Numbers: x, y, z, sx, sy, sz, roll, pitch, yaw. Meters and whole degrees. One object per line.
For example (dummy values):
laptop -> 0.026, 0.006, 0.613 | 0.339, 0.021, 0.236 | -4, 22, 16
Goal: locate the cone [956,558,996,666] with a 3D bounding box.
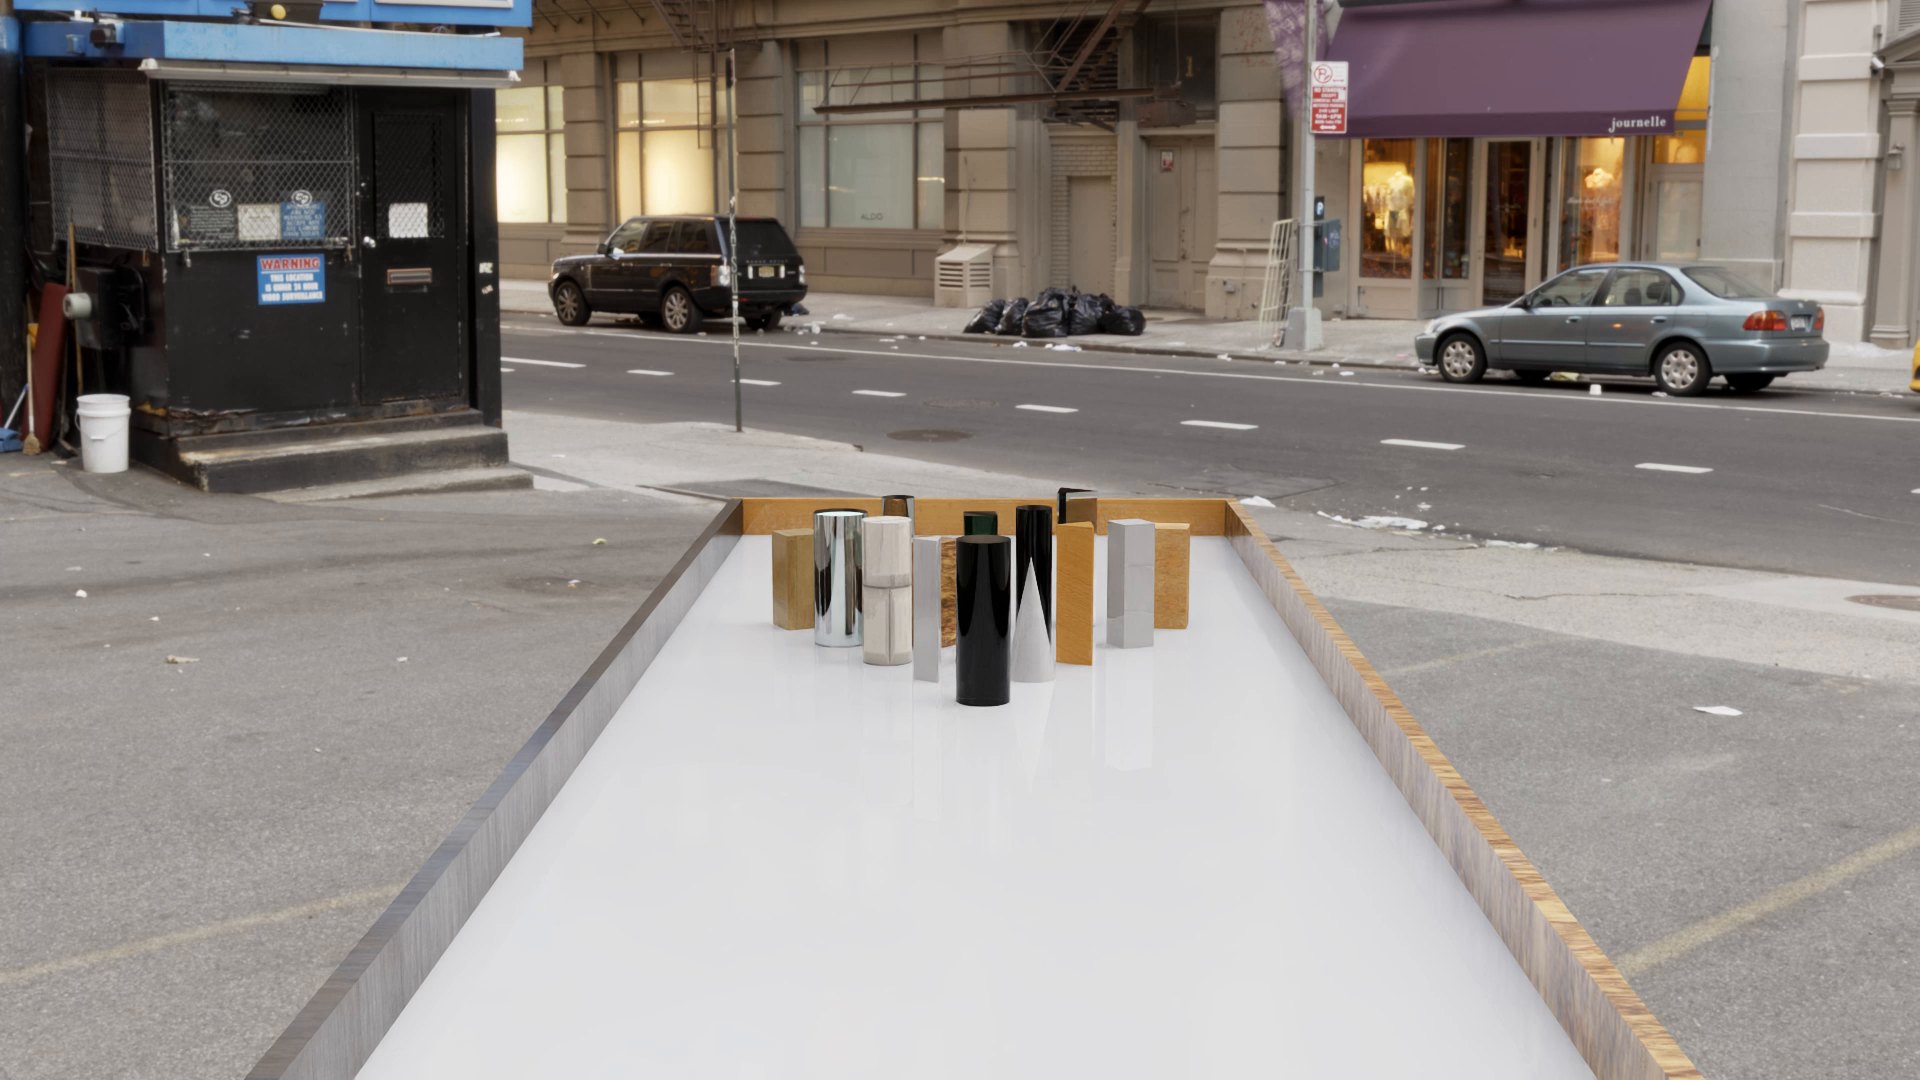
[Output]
cone -> 0.048, 0.203, 6.658 | 0.127, 0.336, 0.127 | 0, 9, 0

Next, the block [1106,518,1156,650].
block -> 0.536, 0.136, 6.901 | 0.108, 0.391, 0.108 | -4, 10, -26

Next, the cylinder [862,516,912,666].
cylinder -> -0.221, 0.153, 6.654 | 0.151, 0.434, 0.151 | 0, 9, 0

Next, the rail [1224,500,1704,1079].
rail -> 1.046, 0.843, 3.208 | 0.050, 0.150, 12.000 | 0, 9, 1

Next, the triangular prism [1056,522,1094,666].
triangular prism -> 0.369, 0.159, 6.661 | 0.121, 0.421, 0.105 | 5, 10, 28

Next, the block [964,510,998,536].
block -> 0.066, 0.099, 7.186 | 0.106, 0.375, 0.106 | 0, 9, -3

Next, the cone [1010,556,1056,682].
cone -> 0.207, 0.225, 6.436 | 0.153, 0.361, 0.153 | 0, 9, 0

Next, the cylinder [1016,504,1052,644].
cylinder -> 0.232, 0.112, 6.918 | 0.114, 0.433, 0.114 | 0, 9, 0

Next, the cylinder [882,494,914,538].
cylinder -> -0.201, 0.073, 7.169 | 0.107, 0.431, 0.107 | 0, 9, 0

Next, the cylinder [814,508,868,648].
cylinder -> -0.375, 0.118, 6.929 | 0.171, 0.418, 0.171 | 0, 9, 0

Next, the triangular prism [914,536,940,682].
triangular prism -> -0.079, 0.200, 6.413 | 0.087, 0.418, 0.075 | 6, 11, 35

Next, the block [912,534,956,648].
block -> -0.094, 0.163, 6.920 | 0.145, 0.332, 0.145 | 7, 11, 36

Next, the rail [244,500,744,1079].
rail -> -1.004, 0.839, 3.234 | 0.050, 0.150, 12.000 | 0, 9, 1

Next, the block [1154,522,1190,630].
block -> 0.685, 0.117, 7.217 | 0.127, 0.330, 0.127 | 2, 9, 10

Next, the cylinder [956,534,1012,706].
cylinder -> 0.065, 0.224, 6.133 | 0.154, 0.459, 0.154 | 0, 9, 0

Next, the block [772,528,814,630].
block -> -0.529, 0.128, 7.210 | 0.132, 0.311, 0.132 | -4, 10, -26

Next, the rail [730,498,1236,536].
rail -> 0.099, -0.098, 9.147 | 2.100, 0.150, 0.050 | 0, 9, 1

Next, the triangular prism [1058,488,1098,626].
triangular prism -> 0.358, 0.057, 7.220 | 0.142, 0.448, 0.123 | -4, 10, -22
